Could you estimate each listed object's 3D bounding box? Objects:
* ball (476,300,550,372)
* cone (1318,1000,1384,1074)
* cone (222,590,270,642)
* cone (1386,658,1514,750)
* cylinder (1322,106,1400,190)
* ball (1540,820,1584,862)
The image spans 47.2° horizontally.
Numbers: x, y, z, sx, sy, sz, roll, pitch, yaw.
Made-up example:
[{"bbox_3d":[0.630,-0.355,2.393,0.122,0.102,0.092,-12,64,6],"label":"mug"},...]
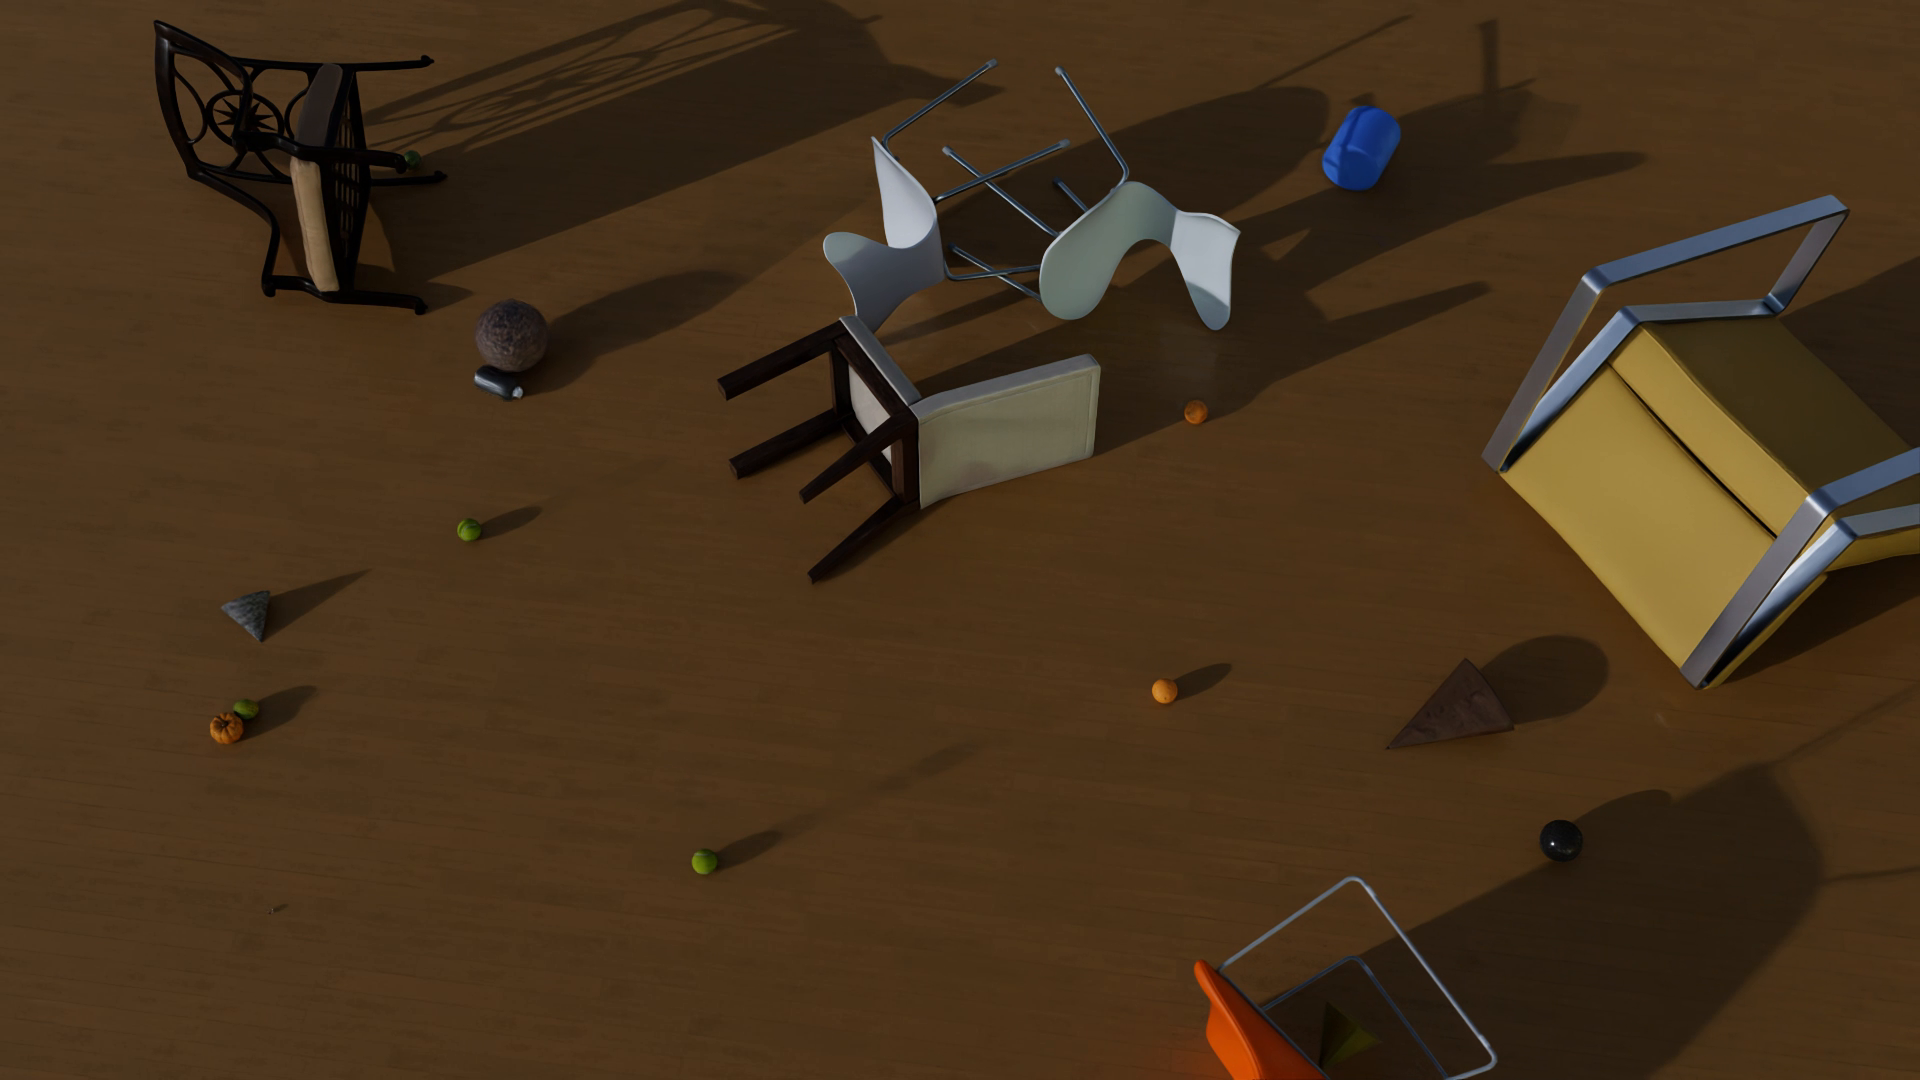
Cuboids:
[{"bbox_3d":[-1.397,-0.638,6.865,0.227,0.227,0.227,0,56,0],"label":"ball"},{"bbox_3d":[0.967,1.305,5.652,0.171,0.177,0.169,35,90,-24],"label":"cone"},{"bbox_3d":[-2.050,0.237,6.382,0.144,0.120,0.136,-21,82,-16],"label":"cone"},{"bbox_3d":[1.343,0.512,6.191,0.337,0.132,0.260,-27,55,-4],"label":"cone"},{"bbox_3d":[1.338,-1.305,7.329,0.196,0.204,0.201,46,58,-22],"label":"cylinder"},{"bbox_3d":[1.628,0.815,5.957,0.116,0.116,0.116,0,56,0],"label":"ball"}]
